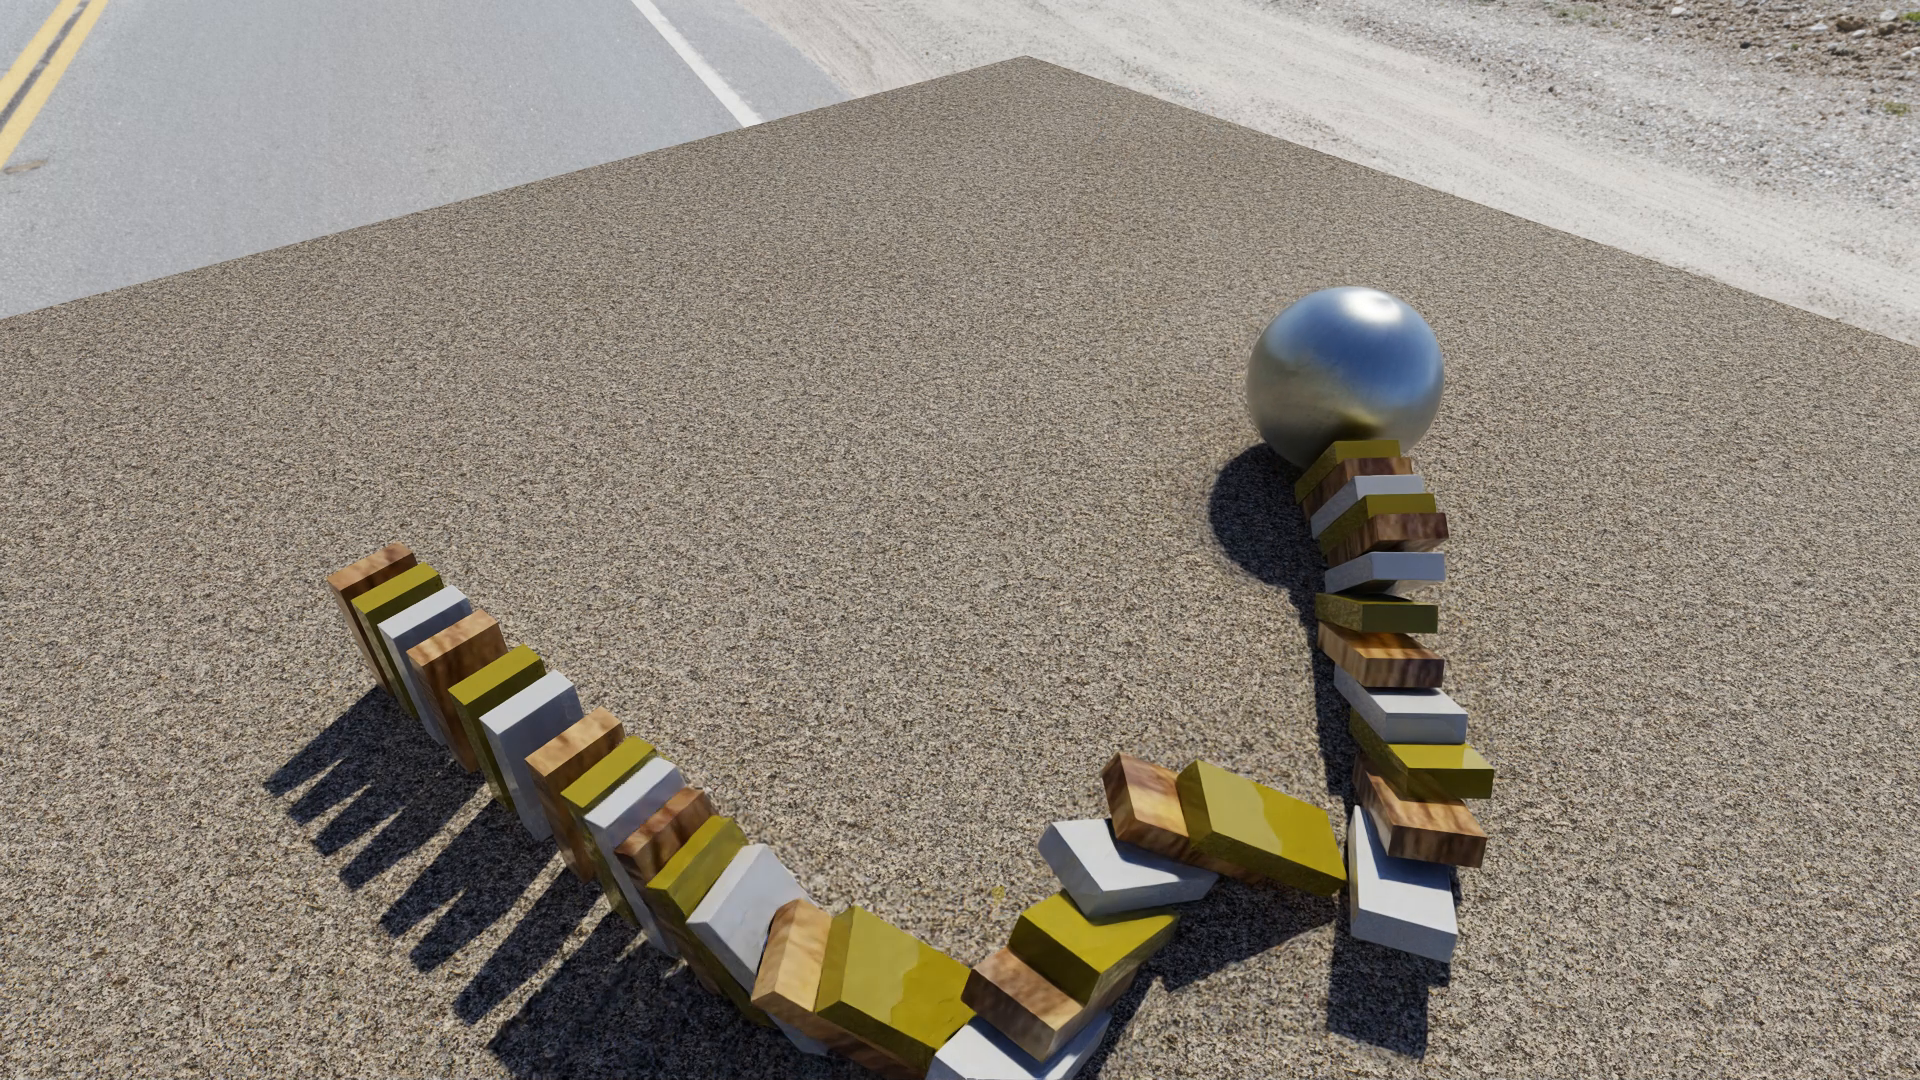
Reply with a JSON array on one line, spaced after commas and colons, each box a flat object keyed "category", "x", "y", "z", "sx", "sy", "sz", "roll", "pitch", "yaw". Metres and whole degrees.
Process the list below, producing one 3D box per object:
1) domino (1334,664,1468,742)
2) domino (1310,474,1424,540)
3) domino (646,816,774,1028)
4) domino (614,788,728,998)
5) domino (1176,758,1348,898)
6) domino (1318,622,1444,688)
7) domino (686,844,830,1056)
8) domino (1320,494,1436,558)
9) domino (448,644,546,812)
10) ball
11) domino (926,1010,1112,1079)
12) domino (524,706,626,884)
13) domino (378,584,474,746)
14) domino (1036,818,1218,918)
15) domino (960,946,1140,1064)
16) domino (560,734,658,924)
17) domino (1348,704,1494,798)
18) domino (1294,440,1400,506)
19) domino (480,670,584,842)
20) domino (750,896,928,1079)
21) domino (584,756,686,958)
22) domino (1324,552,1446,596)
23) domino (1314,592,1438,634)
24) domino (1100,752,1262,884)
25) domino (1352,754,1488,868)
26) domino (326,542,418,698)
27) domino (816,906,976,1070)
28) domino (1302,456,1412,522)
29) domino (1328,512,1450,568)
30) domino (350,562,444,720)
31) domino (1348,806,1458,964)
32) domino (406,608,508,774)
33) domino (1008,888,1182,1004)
[{"category": "domino", "x": 0.144, "y": 0.052, "z": 0.363, "sx": 0.025, "sy": 0.010, "sz": 0.050, "roll": 1, "pitch": 13, "yaw": 1}, {"category": "domino", "x": 0.158, "y": -0.012, "z": 0.429, "sx": 0.025, "sy": 0.050, "sz": 0.009, "roll": -1, "pitch": 73, "yaw": -2}, {"category": "domino", "x": -0.058, "y": 0.101, "z": 0.291, "sx": 0.009, "sy": 0.050, "sz": 0.025, "roll": -11, "pitch": 26, "yaw": 42}, {"category": "domino", "x": -0.069, "y": 0.095, "z": 0.297, "sx": 0.010, "sy": 0.050, "sz": 0.025, "roll": -5, "pitch": 28, "yaw": 44}, {"category": "domino", "x": 0.088, "y": 0.084, "z": 0.321, "sx": 0.050, "sy": 0.010, "sz": 0.025, "roll": 24, "pitch": 35, "yaw": -19}, {"category": "domino", "x": 0.143, "y": 0.039, "z": 0.378, "sx": 0.025, "sy": 0.009, "sz": 0.050, "roll": 1, "pitch": 9, "yaw": 1}, {"category": "domino", "x": -0.046, "y": 0.106, "z": 0.285, "sx": 0.010, "sy": 0.050, "sz": 0.025, "roll": -18, "pitch": 24, "yaw": 40}, {"category": "domino", "x": 0.159, "y": -0.005, "z": 0.420, "sx": 0.025, "sy": 0.050, "sz": 0.010, "roll": -1, "pitch": 73, "yaw": -2}, {"category": "domino", "x": -0.137, "y": 0.059, "z": 0.340, "sx": 0.010, "sy": 0.050, "sz": 0.025, "roll": 28, "pitch": 47, "yaw": 30}, {"category": "ball", "x": 0.163, "y": -0.067, "z": 0.470, "sx": 0.080, "sy": 0.080, "sz": 0.080, "roll": 0, "pitch": 39, "yaw": 0}, {"category": "domino", "x": 0.016, "y": 0.126, "z": 0.272, "sx": 0.025, "sy": 0.009, "sz": 0.050, "roll": 26, "pitch": 19, "yaw": 26}, {"category": "domino", "x": -0.107, "y": 0.075, "z": 0.320, "sx": 0.009, "sy": 0.050, "sz": 0.025, "roll": 28, "pitch": 47, "yaw": 30}, {"category": "domino", "x": -0.169, "y": 0.042, "z": 0.361, "sx": 0.010, "sy": 0.050, "sz": 0.025, "roll": 29, "pitch": 47, "yaw": 30}, {"category": "domino", "x": 0.048, "y": 0.092, "z": 0.313, "sx": 0.050, "sy": 0.009, "sz": 0.025, "roll": 9, "pitch": 28, "yaw": -40}, {"category": "domino", "x": 0.025, "y": 0.114, "z": 0.285, "sx": 0.025, "sy": 0.009, "sz": 0.050, "roll": 27, "pitch": 15, "yaw": 29}, {"category": "domino", "x": -0.092, "y": 0.082, "z": 0.310, "sx": 0.009, "sy": 0.050, "sz": 0.025, "roll": 19, "pitch": 42, "yaw": 31}, {"category": "domino", "x": 0.144, "y": 0.066, "z": 0.346, "sx": 0.025, "sy": 0.010, "sz": 0.050, "roll": 1, "pitch": 13, "yaw": 0}, {"category": "domino", "x": 0.156, "y": -0.027, "z": 0.447, "sx": 0.025, "sy": 0.050, "sz": 0.010, "roll": -1, "pitch": 73, "yaw": -2}, {"category": "domino", "x": -0.124, "y": 0.066, "z": 0.331, "sx": 0.009, "sy": 0.050, "sz": 0.025, "roll": 28, "pitch": 47, "yaw": 30}, {"category": "domino", "x": -0.027, "y": 0.115, "z": 0.278, "sx": 0.050, "sy": 0.010, "sz": 0.025, "roll": 40, "pitch": 34, "yaw": -22}, {"category": "domino", "x": -0.082, "y": 0.088, "z": 0.304, "sx": 0.010, "sy": 0.050, "sz": 0.025, "roll": 10, "pitch": 37, "yaw": 37}, {"category": "domino", "x": 0.154, "y": 0.013, "z": 0.401, "sx": 0.025, "sy": 0.050, "sz": 0.009, "roll": 1, "pitch": 81, "yaw": 1}, {"category": "domino", "x": 0.146, "y": 0.025, "z": 0.390, "sx": 0.025, "sy": 0.010, "sz": 0.050, "roll": 1, "pitch": 2, "yaw": 1}, {"category": "domino", "x": 0.067, "y": 0.082, "z": 0.324, "sx": 0.050, "sy": 0.009, "sz": 0.025, "roll": 23, "pitch": 31, "yaw": -21}, {"category": "domino", "x": 0.136, "y": 0.080, "z": 0.329, "sx": 0.025, "sy": 0.010, "sz": 0.050, "roll": 6, "pitch": 13, "yaw": 7}, {"category": "domino", "x": -0.194, "y": 0.028, "z": 0.378, "sx": 0.010, "sy": 0.050, "sz": 0.025, "roll": 28, "pitch": 47, "yaw": 30}, {"category": "domino", "x": -0.012, "y": 0.116, "z": 0.277, "sx": 0.050, "sy": 0.010, "sz": 0.025, "roll": 37, "pitch": 33, "yaw": -23}, {"category": "domino", "x": 0.157, "y": -0.019, "z": 0.438, "sx": 0.025, "sy": 0.050, "sz": 0.010, "roll": -1, "pitch": 73, "yaw": -2}, {"category": "domino", "x": 0.159, "y": 0.002, "z": 0.411, "sx": 0.025, "sy": 0.050, "sz": 0.010, "roll": -1, "pitch": 73, "yaw": -2}, {"category": "domino", "x": -0.182, "y": 0.034, "z": 0.369, "sx": 0.010, "sy": 0.050, "sz": 0.025, "roll": 29, "pitch": 47, "yaw": 30}, {"category": "domino", "x": 0.125, "y": 0.097, "z": 0.314, "sx": 0.025, "sy": 0.010, "sz": 0.050, "roll": 12, "pitch": 23, "yaw": 14}, {"category": "domino", "x": -0.155, "y": 0.049, "z": 0.352, "sx": 0.010, "sy": 0.050, "sz": 0.025, "roll": 29, "pitch": 47, "yaw": 30}, {"category": "domino", "x": 0.037, "y": 0.105, "z": 0.296, "sx": 0.025, "sy": 0.009, "sz": 0.050, "roll": 29, "pitch": 16, "yaw": 31}]
